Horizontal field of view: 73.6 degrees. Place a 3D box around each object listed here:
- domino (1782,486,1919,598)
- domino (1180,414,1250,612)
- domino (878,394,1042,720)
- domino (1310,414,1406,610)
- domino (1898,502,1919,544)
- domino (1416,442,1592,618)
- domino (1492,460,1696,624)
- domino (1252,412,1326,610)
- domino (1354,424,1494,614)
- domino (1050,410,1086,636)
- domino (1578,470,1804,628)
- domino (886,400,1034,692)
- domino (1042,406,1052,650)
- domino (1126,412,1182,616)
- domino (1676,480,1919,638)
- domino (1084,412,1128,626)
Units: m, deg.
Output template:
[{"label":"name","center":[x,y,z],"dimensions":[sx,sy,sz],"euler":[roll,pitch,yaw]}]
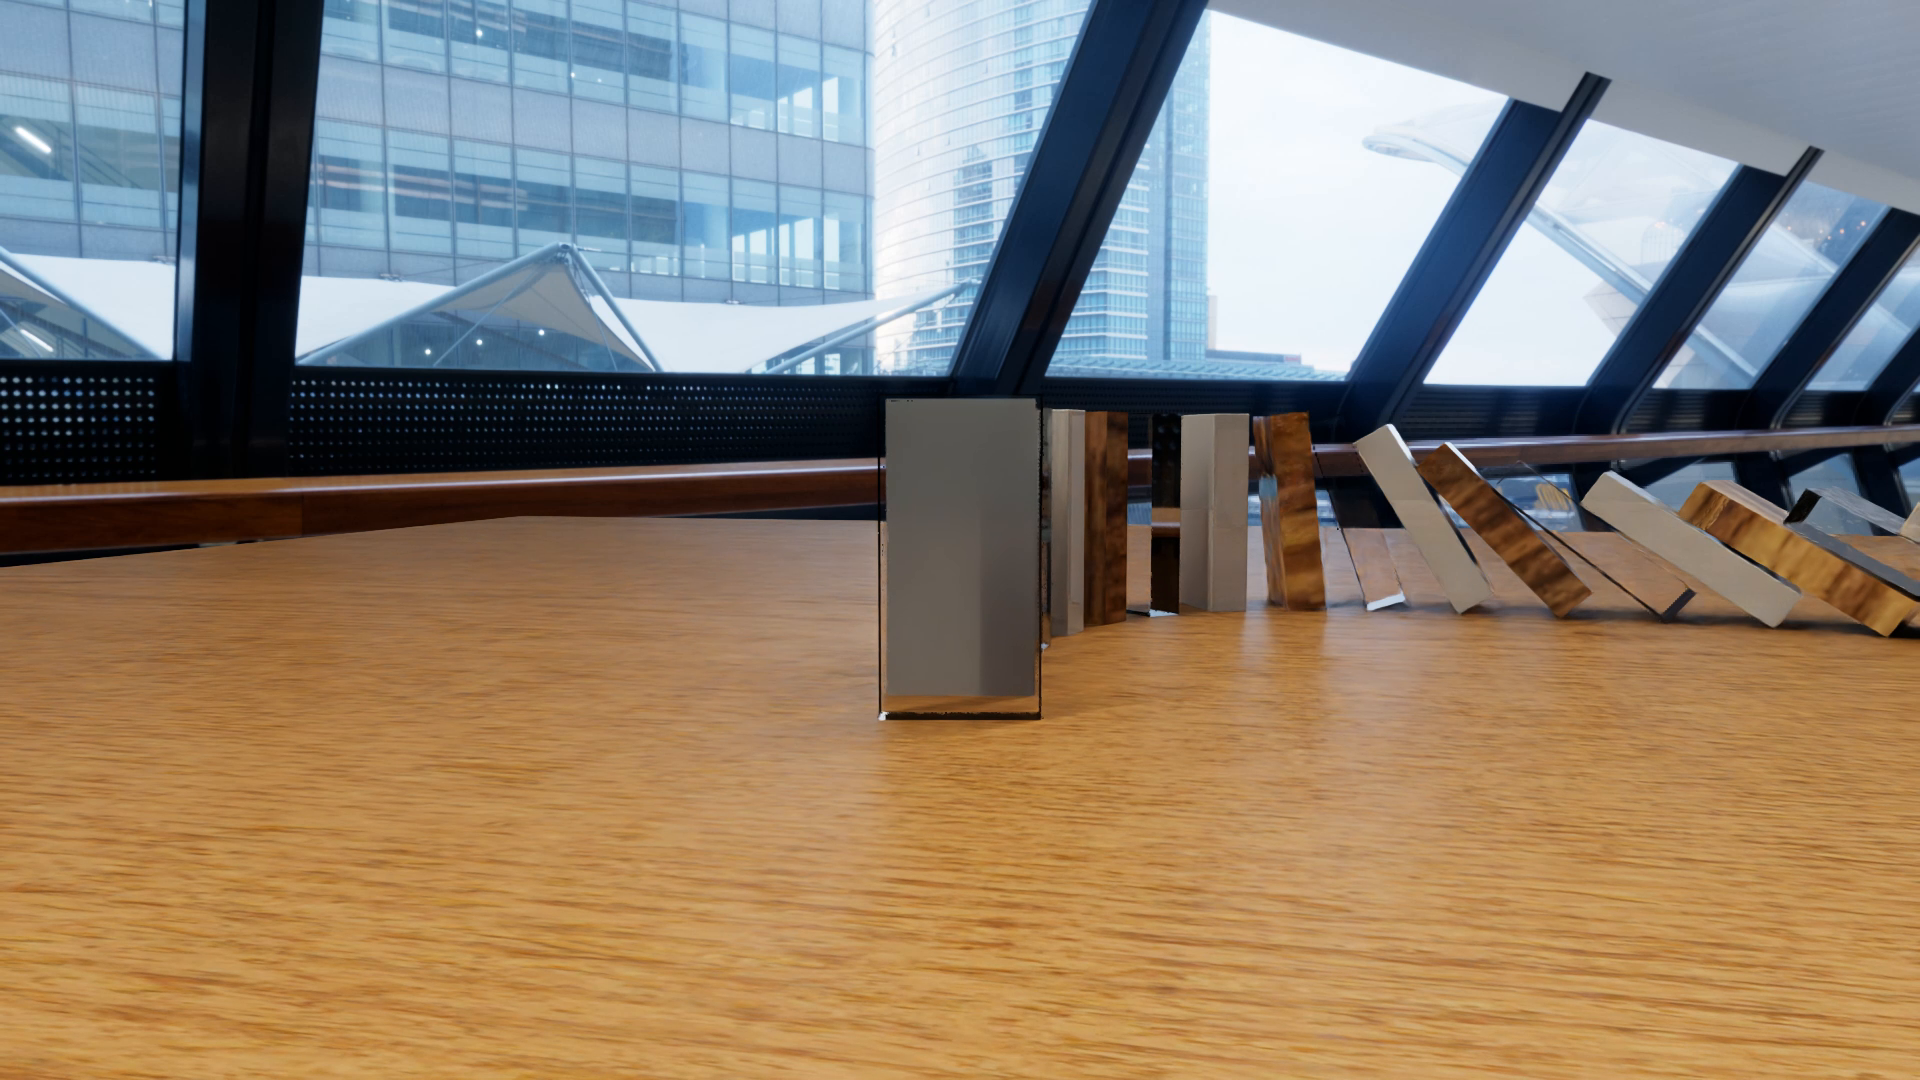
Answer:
[{"label":"domino","center":[0.216,0.005,0.289],"dimensions":[0.025,0.009,0.050],"euler":[-4,34,-41]},{"label":"domino","center":[0.066,-0.008,0.336],"dimensions":[0.010,0.050,0.025],"euler":[-1,4,-12]},{"label":"domino","center":[0.000,0.002,0.201],"dimensions":[0.025,0.050,0.009],"euler":[0,4,0]},{"label":"domino","center":[0.104,-0.008,0.338],"dimensions":[0.009,0.050,0.025],"euler":[-19,-1,17]},{"label":"domino","center":[0.232,0.007,0.272],"dimensions":[0.025,0.010,0.050],"euler":[-3,33,-38]},{"label":"domino","center":[0.138,-0.003,0.327],"dimensions":[0.009,0.050,0.025],"euler":[-45,-14,20]},{"label":"domino","center":[0.157,-0.001,0.320],"dimensions":[0.050,0.009,0.025],"euler":[42,19,16]},{"label":"domino","center":[0.086,-0.008,0.338],"dimensions":[0.009,0.050,0.025],"euler":[-6,4,3]},{"label":"domino","center":[0.121,-0.006,0.334],"dimensions":[0.009,0.050,0.025],"euler":[-32,-8,21]},{"label":"domino","center":[0.015,-0.004,0.291],"dimensions":[0.025,0.050,0.009],"euler":[2,5,27]},{"label":"domino","center":[0.178,0.001,0.313],"dimensions":[0.050,0.009,0.025],"euler":[39,22,23]},{"label":"domino","center":[0.000,0.001,0.224],"dimensions":[0.025,0.050,0.009],"euler":[0,4,1]},{"label":"domino","center":[0.006,-0.003,0.270],"dimensions":[0.025,0.050,0.009],"euler":[1,4,18]},{"label":"domino","center":[0.044,-0.007,0.327],"dimensions":[0.009,0.050,0.025],"euler":[-3,5,-33]},{"label":"domino","center":[0.199,0.003,0.303],"dimensions":[0.025,0.009,0.050],"euler":[-4,36,-45]},{"label":"domino","center":[0.027,-0.006,0.311],"dimensions":[0.025,0.050,0.009],"euler":[3,5,38]}]
